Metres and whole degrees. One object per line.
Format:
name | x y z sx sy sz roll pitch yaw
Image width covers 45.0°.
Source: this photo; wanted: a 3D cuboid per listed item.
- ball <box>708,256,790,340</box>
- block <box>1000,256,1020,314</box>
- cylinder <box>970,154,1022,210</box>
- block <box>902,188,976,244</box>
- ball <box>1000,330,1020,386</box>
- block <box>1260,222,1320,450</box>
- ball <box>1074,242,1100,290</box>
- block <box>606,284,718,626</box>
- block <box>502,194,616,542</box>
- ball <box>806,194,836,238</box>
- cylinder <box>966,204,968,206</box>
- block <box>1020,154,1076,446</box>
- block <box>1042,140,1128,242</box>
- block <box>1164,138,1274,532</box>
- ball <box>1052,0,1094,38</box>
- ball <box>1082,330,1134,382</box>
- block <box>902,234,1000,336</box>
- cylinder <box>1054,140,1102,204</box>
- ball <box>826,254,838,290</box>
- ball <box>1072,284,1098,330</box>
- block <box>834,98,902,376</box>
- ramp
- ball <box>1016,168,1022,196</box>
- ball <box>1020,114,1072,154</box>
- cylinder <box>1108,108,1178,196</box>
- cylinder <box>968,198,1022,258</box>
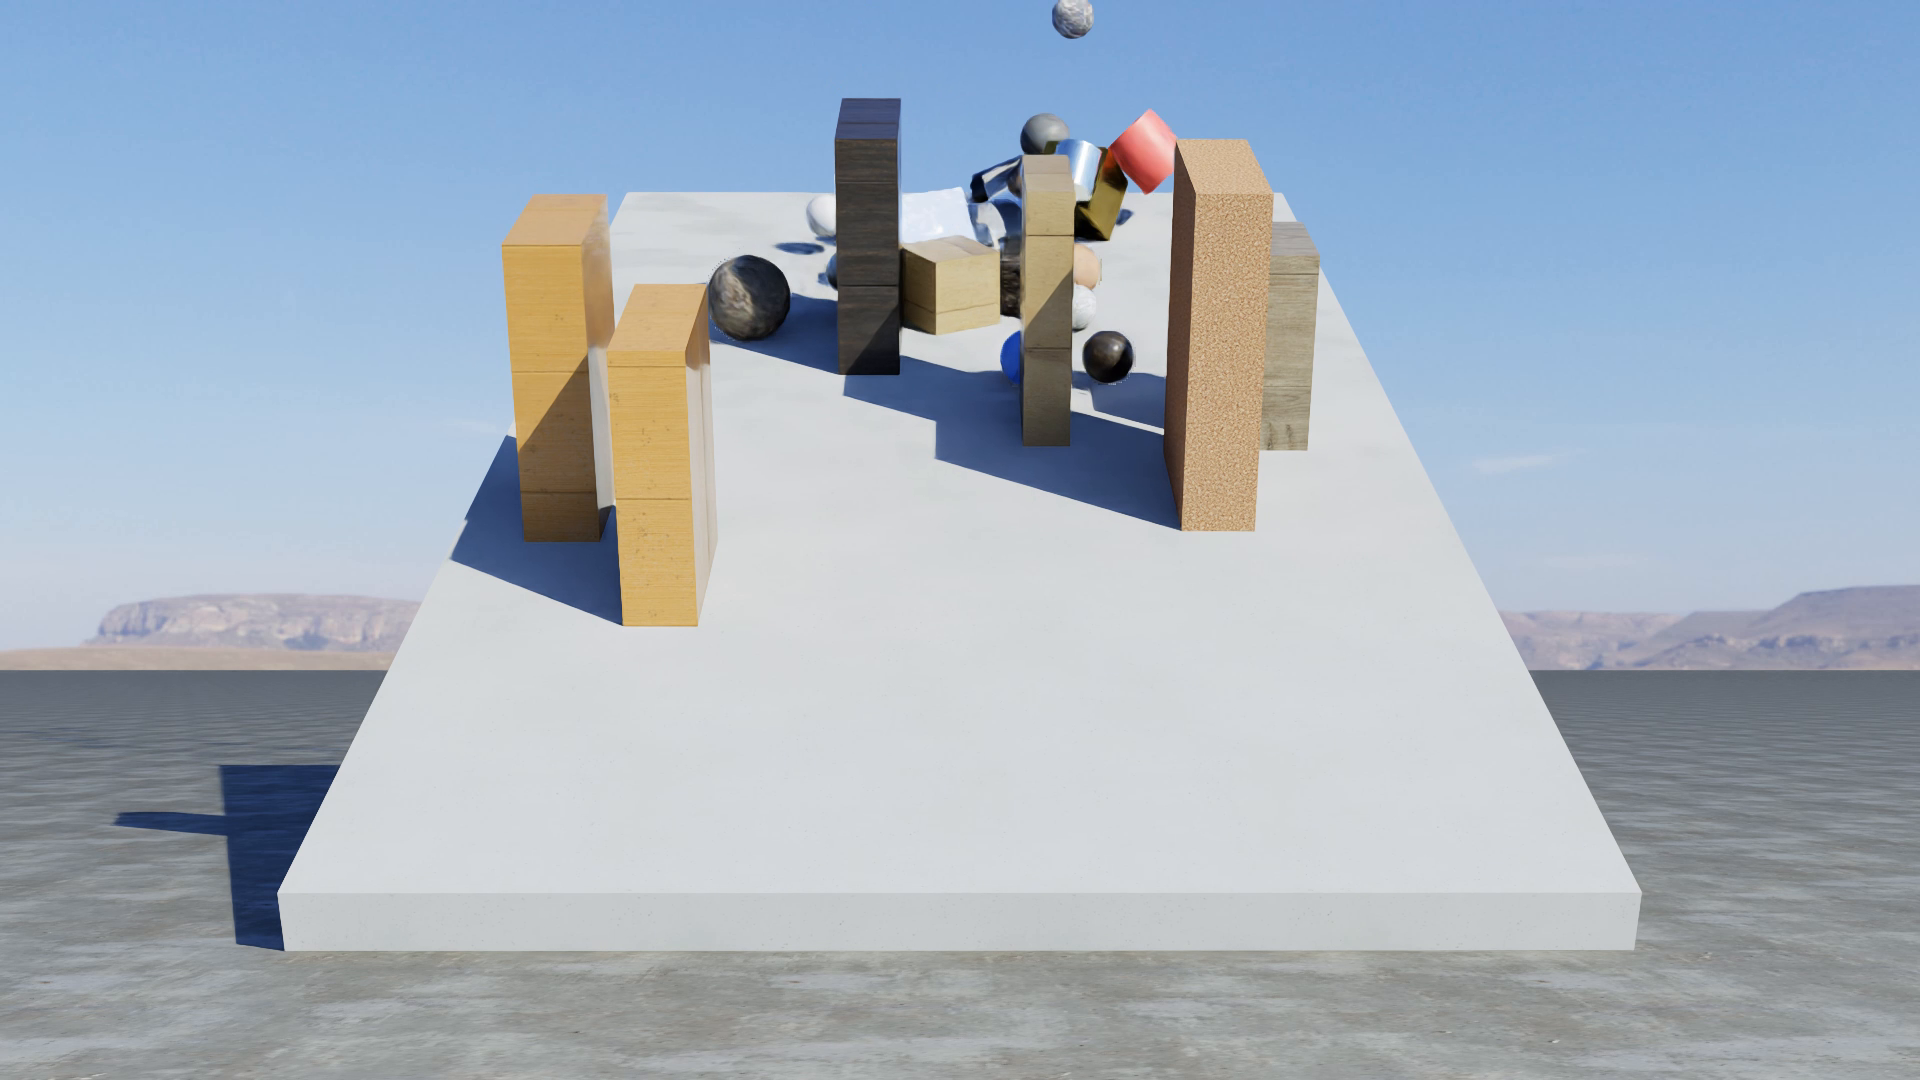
ball | -0.523 -0.599 5.723 0.209 0.209 0.209 0 -3 0
block | 0.149 -0.657 5.955 0.121 0.121 0.121 9 23 33
cylinder | 0.144 -1.007 6.664 0.164 0.164 0.164 -18 -12 29
block | -0.101 -0.783 6.063 0.205 0.205 0.205 -12 -5 -26
ball | 0.165 -0.425 5.406 0.141 0.141 0.141 0 -3 0
block | 0.690 -0.450 5.091 0.137 0.440 0.267 0 23 0
ball | 0.293 -0.698 5.995 0.142 0.142 0.142 0 -3 0
block | -0.547 -0.163 4.305 0.136 0.529 0.398 0 23 0
block | -0.788 -0.348 4.634 0.149 0.608 0.368 0 23 0
ball | -0.370 -0.897 6.405 0.117 0.117 0.117 0 -3 0
cylinder | -0.044 -0.877 6.428 0.156 0.156 0.156 2 17 -28
block | 0.189 -0.531 5.110 0.102 0.571 0.319 0 23 0
block | 0.334 -0.987 6.553 0.192 0.192 0.192 12 -16 25
block | 0.517 -0.422 4.705 0.147 0.692 0.440 0 23 0
ball | 0.331 -1.534 6.786 0.126 0.126 0.126 0 -3 0
ball | 0.345 -0.429 5.405 0.123 0.123 0.123 0 -3 0
block | -0.029 -0.647 5.864 0.189 0.189 0.189 -14 27 -29
cylinder | 0.315 -1.016 6.386 0.129 0.129 0.129 13 -18 4
ball | -0.283 -0.686 5.909 0.117 0.117 0.117 0 -3 0
ball | 0.287 -0.587 5.818 0.115 0.115 0.115 0 -3 0
block | -0.216 -0.738 5.592 0.145 0.570 0.425 0 23 0
ramp | -0.007 -0.226 5.250 2.000 0.100 4.000 0 23 0
ball | 0.249 -1.063 6.870 0.159 0.159 0.159 0 -3 0
ball | 0.250 -1.171 6.759 0.149 0.149 0.149 0 -3 0
cylinder | 0.541 -1.116 6.651 0.177 0.177 0.177 -43 5 5
cylinder | 0.052 -0.807 6.228 0.196 0.196 0.196 -16 6 -32
